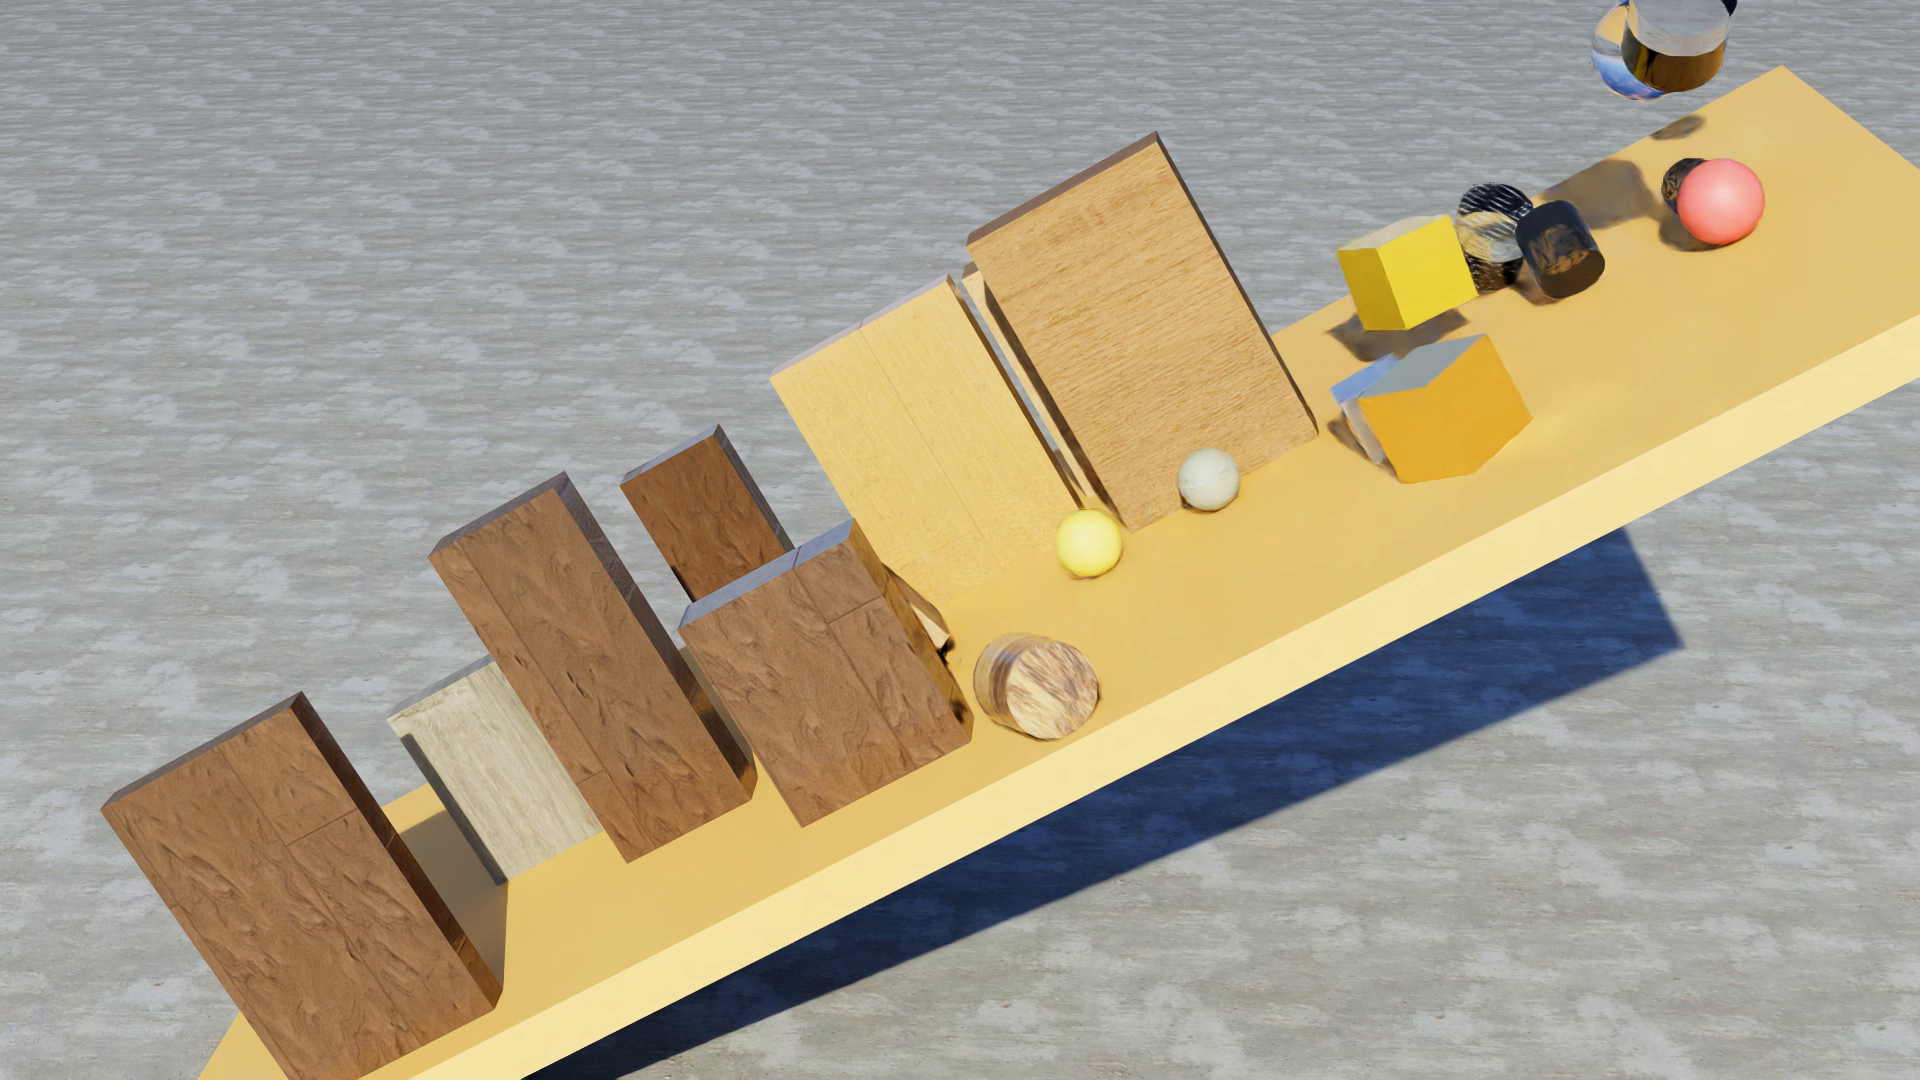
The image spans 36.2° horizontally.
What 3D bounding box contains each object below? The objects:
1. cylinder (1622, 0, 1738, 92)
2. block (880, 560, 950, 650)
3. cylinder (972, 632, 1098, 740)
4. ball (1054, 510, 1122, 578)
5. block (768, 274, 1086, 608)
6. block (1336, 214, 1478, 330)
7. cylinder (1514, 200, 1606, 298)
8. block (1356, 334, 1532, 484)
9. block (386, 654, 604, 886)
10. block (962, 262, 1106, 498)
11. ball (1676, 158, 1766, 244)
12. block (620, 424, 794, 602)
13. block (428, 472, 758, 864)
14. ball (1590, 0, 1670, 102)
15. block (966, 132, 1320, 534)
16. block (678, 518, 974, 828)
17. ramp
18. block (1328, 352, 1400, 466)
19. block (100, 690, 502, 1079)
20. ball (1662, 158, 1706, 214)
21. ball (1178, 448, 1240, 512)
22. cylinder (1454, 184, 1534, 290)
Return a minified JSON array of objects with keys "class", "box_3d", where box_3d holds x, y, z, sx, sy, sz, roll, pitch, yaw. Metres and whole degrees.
[{"class":"cylinder","box_3d":[1.325,-0.958,5.423,0.190,0.190,0.190,3,-23,8]},{"class":"block","box_3d":[-0.179,0.185,6.132,0.210,0.210,0.210,41,6,-13]},{"class":"cylinder","box_3d":[0.137,0.266,5.396,0.177,0.177,0.177,-7,6,-19]},{"class":"ball","box_3d":[0.266,0.007,6.088,0.141,0.141,0.141,0,18,0]},{"class":"block","box_3d":[-0.062,-0.200,6.446,0.444,0.635,0.084,-28,15,12]},{"class":"block","box_3d":[0.931,-0.557,6.132,0.181,0.181,0.181,-26,12,-17]},{"class":"cylinder","box_3d":[1.236,-0.599,6.062,0.141,0.141,0.141,-6,52,-17]},{"class":"block","box_3d":[0.912,-0.245,5.537,0.192,0.192,0.192,-39,17,-30]},{"class":"block","box_3d":[-0.925,0.454,6.357,0.442,0.445,0.090,-28,15,12]},{"class":"block","box_3d":[0.286,-0.428,6.628,0.311,0.579,0.143,-28,15,12]},{"class":"ball","box_3d":[1.506,-0.671,5.823,0.169,0.169,0.169,0,18,0]},{"class":"block","box_3d":[-0.574,0.000,7.090,0.264,0.492,0.098,-28,15,12]},{"class":"block","box_3d":[-0.741,0.264,5.989,0.300,0.761,0.119,-28,15,12]},{"class":"ball","box_3d":[1.364,-0.980,5.869,0.207,0.207,0.207,0,18,0]},{"class":"block","box_3d":[0.385,-0.430,6.167,0.447,0.711,0.127,-28,15,12]},{"class":"block","box_3d":[-0.253,0.256,5.636,0.377,0.464,0.133,-28,15,12]},{"class":"ramp","box_3d":[0.142,0.168,6.284,4.000,0.100,2.000,-28,15,12]},{"class":"block","box_3d":[0.839,-0.259,5.823,0.146,0.146,0.146,-29,14,5]},{"class":"block","box_3d":[-1.265,0.697,5.673,0.441,0.715,0.085,-28,15,12]},{"class":"ball","box_3d":[1.517,-0.729,6.087,0.126,0.126,0.126,0,18,0]},{"class":"ball","box_3d":[0.513,-0.125,6.057,0.131,0.131,0.131,0,18,0]},{"class":"cylinder","box_3d":[1.148,-0.655,6.361,0.164,0.164,0.164,1,56,-1]}]
